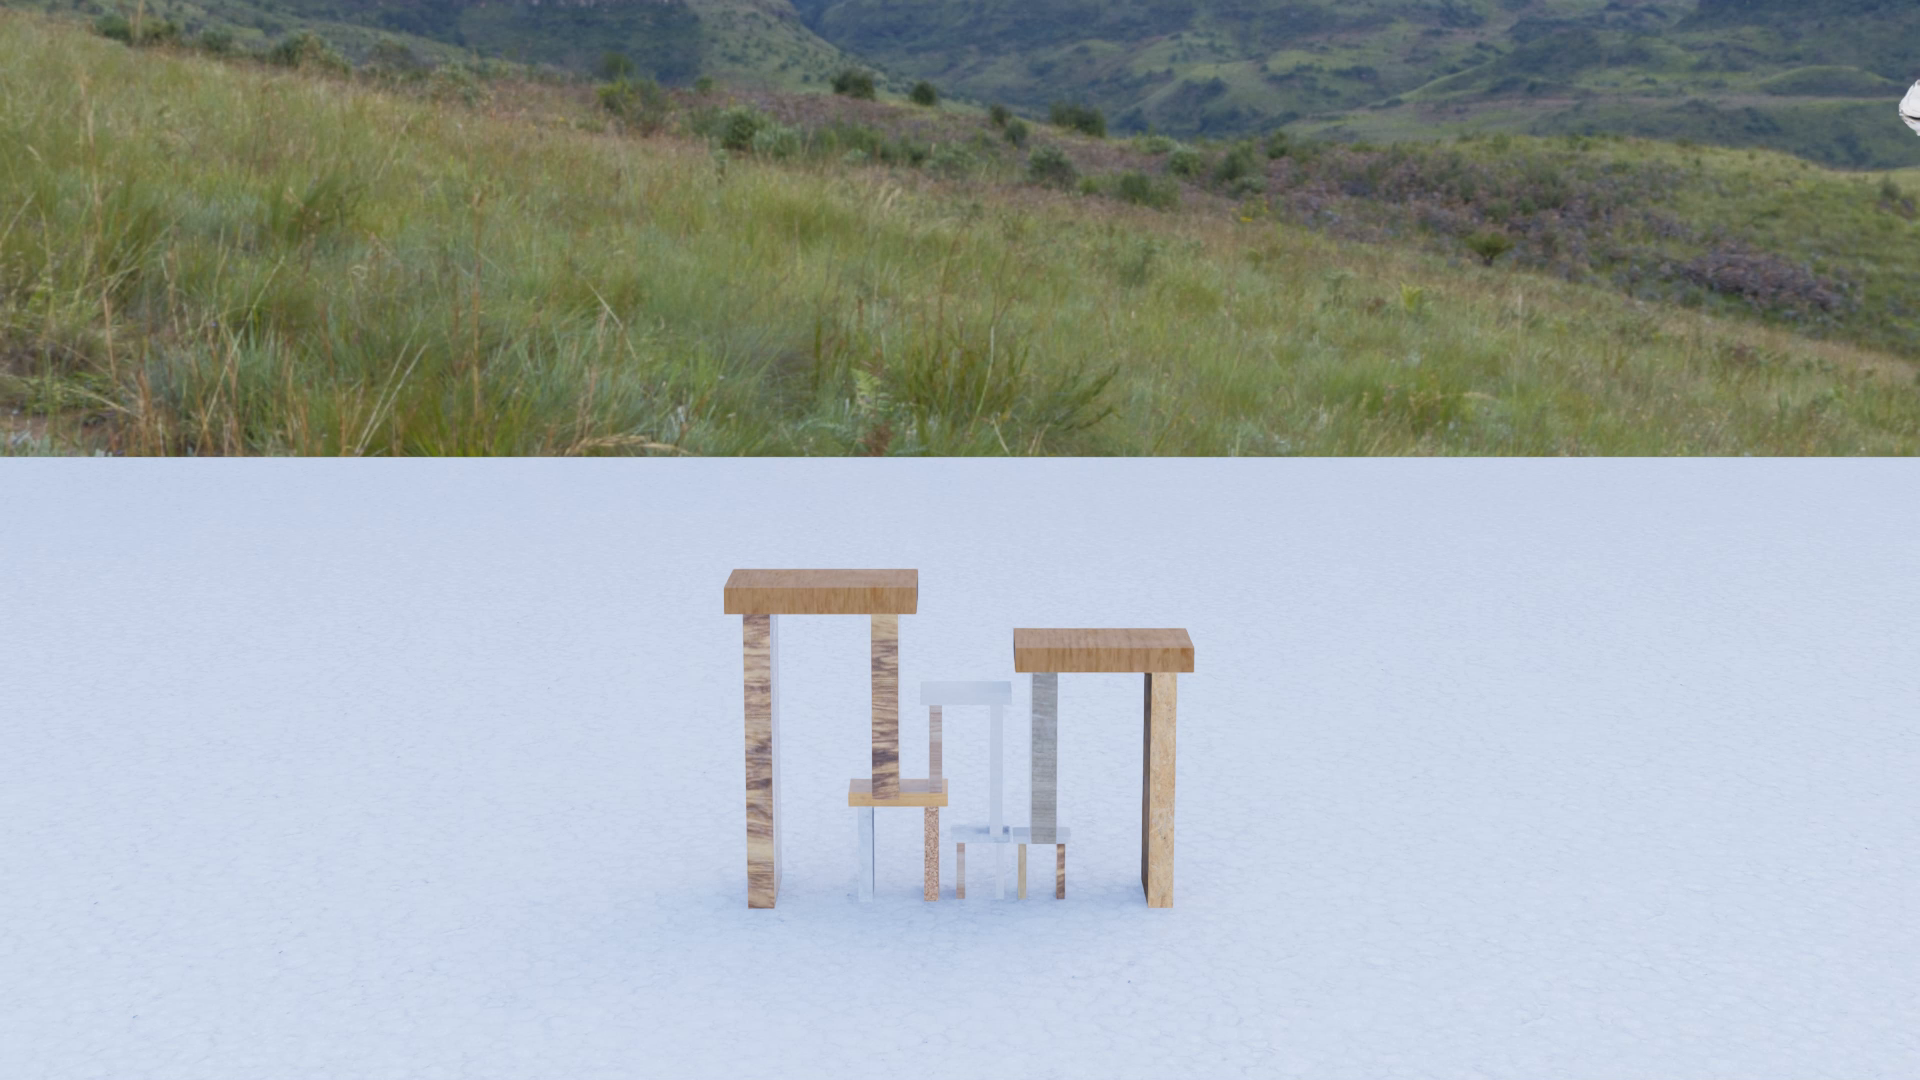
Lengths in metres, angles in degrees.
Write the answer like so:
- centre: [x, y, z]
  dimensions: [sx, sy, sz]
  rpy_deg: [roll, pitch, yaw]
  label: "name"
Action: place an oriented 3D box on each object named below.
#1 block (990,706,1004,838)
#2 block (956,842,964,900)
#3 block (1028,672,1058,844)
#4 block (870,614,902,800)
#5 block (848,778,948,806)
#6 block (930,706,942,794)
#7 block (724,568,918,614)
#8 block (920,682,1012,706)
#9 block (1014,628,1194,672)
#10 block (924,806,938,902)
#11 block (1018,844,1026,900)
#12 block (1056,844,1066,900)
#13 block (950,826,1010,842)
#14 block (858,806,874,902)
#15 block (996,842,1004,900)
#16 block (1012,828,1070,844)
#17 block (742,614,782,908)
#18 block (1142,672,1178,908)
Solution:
- centre: [0.059, 0.371, 3.627]
  dimensions: [0.021, 0.224, 0.074]
  rpy_deg: [0, 11, 0]
  label: "block"
- centre: [0.001, 0.543, 3.658]
  dimensions: [0.014, 0.097, 0.049]
  rpy_deg: [0, 11, 0]
  label: "block"
- centre: [0.137, 0.341, 3.627]
  dimensions: [0.041, 0.287, 0.144]
  rpy_deg: [0, 10, 0]
  label: "block"
- centre: [-0.121, 0.256, 3.611]
  dimensions: [0.043, 0.307, 0.153]
  rpy_deg: [0, 11, 0]
  label: "block"
- centre: [-0.101, 0.418, 3.640]
  dimensions: [0.163, 0.023, 0.081]
  rpy_deg: [0, 11, 0]
  label: "block"
- centre: [-0.040, 0.334, 3.620]
  dimensions: [0.021, 0.148, 0.074]
  rpy_deg: [0, 11, 0]
  label: "block"
- centre: [-0.223, 0.083, 3.579]
  dimensions: [0.307, 0.043, 0.153]
  rpy_deg: [0, 11, 0]
  label: "block"
- centre: [0.010, 0.251, 3.605]
  dimensions: [0.149, 0.021, 0.074]
  rpy_deg: [0, 11, 0]
  label: "block"
- centre: [0.232, 0.180, 3.597]
  dimensions: [0.287, 0.041, 0.144]
  rpy_deg: [0, 11, 0]
  label: "block"
- centre: [-0.047, 0.509, 3.657]
  dimensions: [0.023, 0.163, 0.081]
  rpy_deg: [0, 11, 0]
  label: "block"
- centre: [0.103, 0.544, 3.657]
  dimensions: [0.014, 0.095, 0.048]
  rpy_deg: [0, 11, 0]
  label: "block"
- centre: [0.167, 0.544, 3.657]
  dimensions: [0.014, 0.095, 0.048]
  rpy_deg: [0, 11, 0]
  label: "block"
- centre: [0.034, 0.488, 3.648]
  dimensions: [0.097, 0.014, 0.049]
  rpy_deg: [0, 11, 0]
  label: "block"
- centre: [-0.156, 0.509, 3.657]
  dimensions: [0.023, 0.163, 0.081]
  rpy_deg: [0, 11, 0]
  label: "block"
- centre: [0.066, 0.543, 3.658]
  dimensions: [0.014, 0.097, 0.049]
  rpy_deg: [0, 11, 0]
  label: "block"
- centre: [0.135, 0.490, 3.648]
  dimensions: [0.095, 0.014, 0.048]
  rpy_deg: [0, 10, 0]
  label: "block"
- centre: [-0.325, 0.347, 3.628]
  dimensions: [0.043, 0.493, 0.153]
  rpy_deg: [0, 11, 0]
  label: "block"
- centre: [0.328, 0.395, 3.636]
  dimensions: [0.041, 0.396, 0.144]
  rpy_deg: [0, 11, 0]
  label: "block"
